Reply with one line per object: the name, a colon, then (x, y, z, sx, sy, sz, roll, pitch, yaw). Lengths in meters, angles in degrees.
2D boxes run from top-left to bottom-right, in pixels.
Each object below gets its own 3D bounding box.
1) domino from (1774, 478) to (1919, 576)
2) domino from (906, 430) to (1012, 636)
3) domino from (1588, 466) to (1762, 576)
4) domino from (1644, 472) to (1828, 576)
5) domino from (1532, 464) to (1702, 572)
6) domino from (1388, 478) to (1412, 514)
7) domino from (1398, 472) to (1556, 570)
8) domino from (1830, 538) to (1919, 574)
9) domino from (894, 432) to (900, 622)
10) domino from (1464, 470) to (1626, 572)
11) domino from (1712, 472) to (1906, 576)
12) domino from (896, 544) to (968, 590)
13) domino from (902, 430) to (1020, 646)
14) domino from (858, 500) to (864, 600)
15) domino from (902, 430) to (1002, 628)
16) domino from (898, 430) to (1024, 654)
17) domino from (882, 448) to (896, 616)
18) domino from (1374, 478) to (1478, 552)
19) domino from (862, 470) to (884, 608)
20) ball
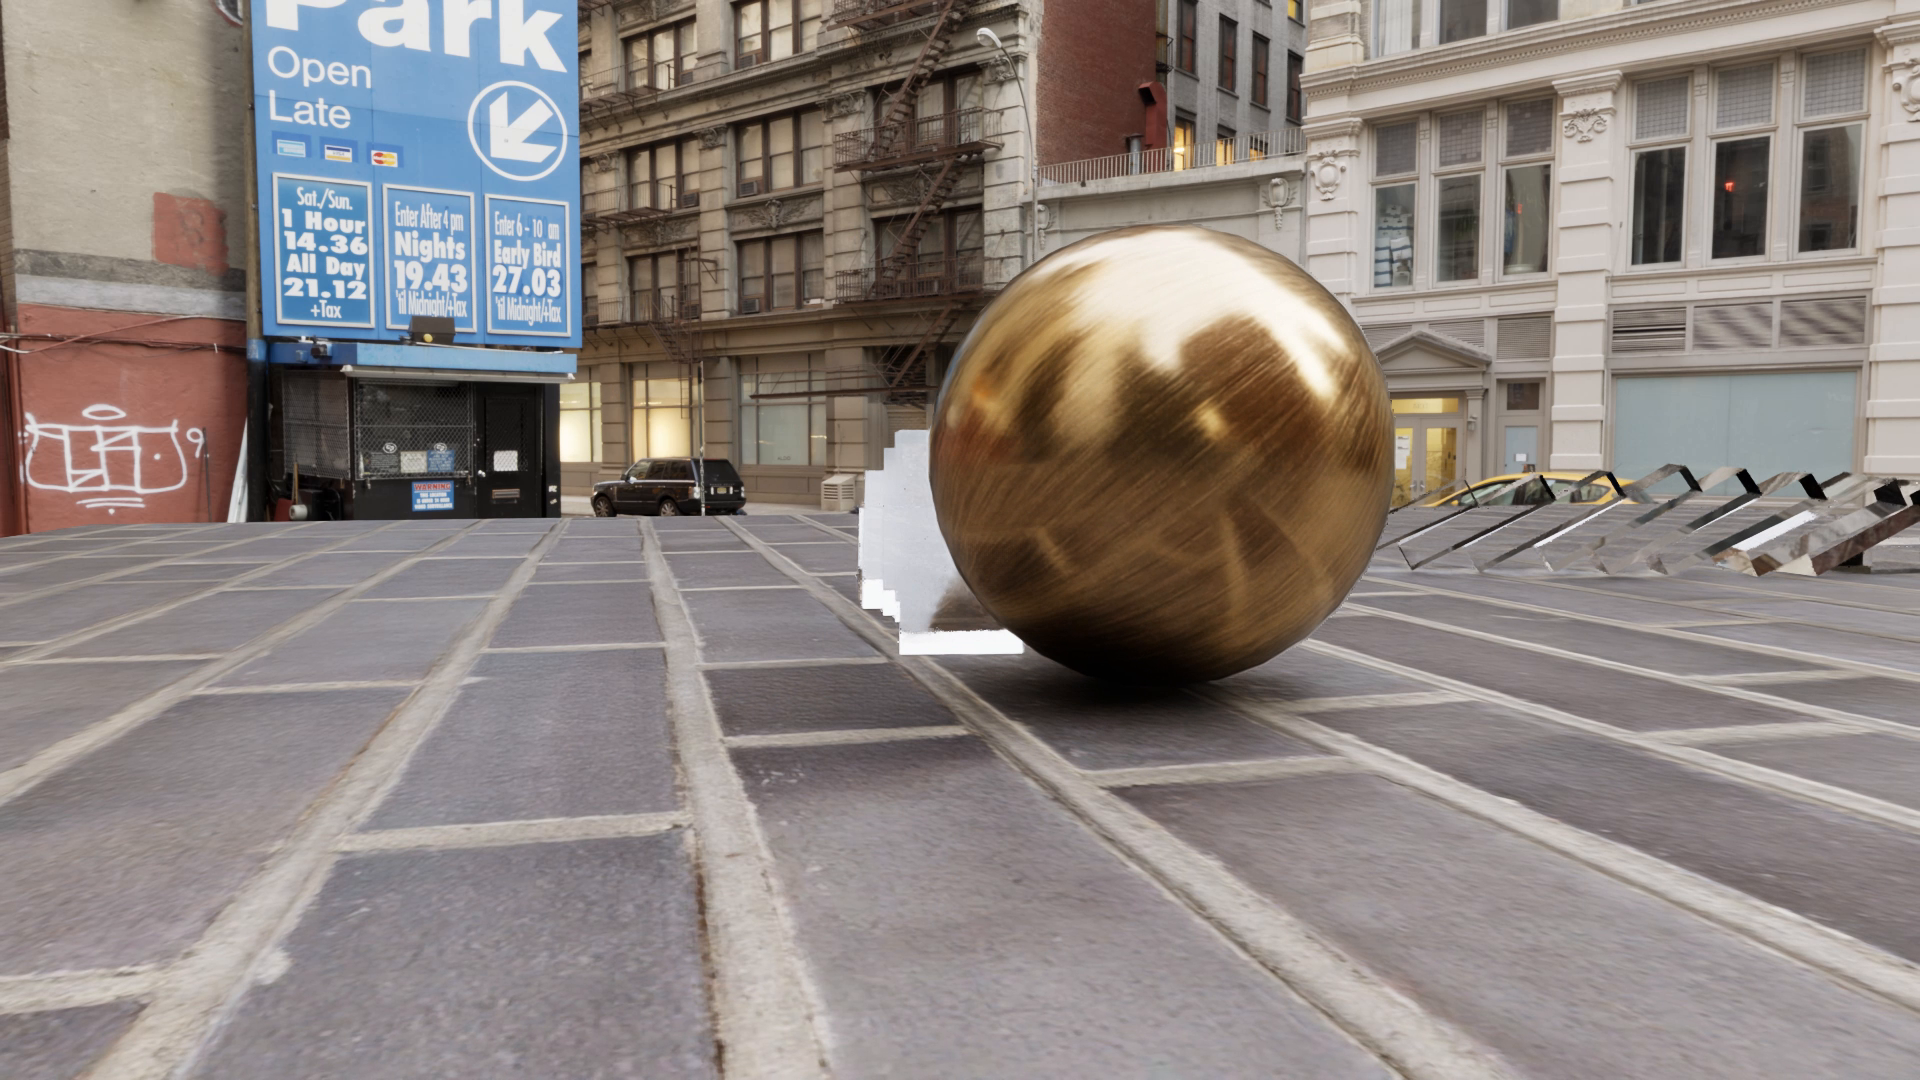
domino: (0.294, -0.005, 0.426, 0.050, 0.009, 0.025, -27, 7, -4)
domino: (0.000, -0.002, 0.294, 0.025, 0.050, 0.009, 0, -33, -3)
domino: (0.232, -0.006, 0.420, 0.050, 0.009, 0.025, -32, -5, 16)
domino: (0.250, -0.005, 0.418, 0.050, 0.010, 0.025, -30, -4, 15)
domino: (0.216, -0.008, 0.425, 0.050, 0.009, 0.025, -33, -5, 17)
domino: (0.132, -0.007, 0.449, 0.050, 0.009, 0.025, -27, -4, 18)
domino: (0.174, -0.006, 0.435, 0.050, 0.009, 0.025, -29, -5, 18)
domino: (0.318, 0.005, 0.437, 0.050, 0.010, 0.025, -1, 4, -15)
domino: (-0.004, -0.004, 0.317, 0.025, 0.050, 0.009, 0, -33, -3)
domino: (0.194, -0.006, 0.429, 0.050, 0.009, 0.025, -31, -6, 18)
domino: (0.276, -0.005, 0.420, 0.050, 0.009, 0.025, -27, 7, 5)
domino: (-0.004, 0.008, 0.403, 0.025, 0.009, 0.050, -1, 4, -11)
domino: (0.000, -0.001, 0.282, 0.025, 0.050, 0.010, 0, -33, -3)
domino: (-0.017, 0.002, 0.371, 0.025, 0.010, 0.050, -1, 24, -4)
domino: (-0.001, -0.003, 0.306, 0.025, 0.050, 0.009, 0, -33, -3)
domino: (0.000, 0.000, 0.270, 0.025, 0.050, 0.009, 0, -33, -3)
domino: (-0.007, -0.003, 0.333, 0.025, 0.009, 0.050, 0, 48, -3)
domino: (0.152, -0.006, 0.443, 0.050, 0.009, 0.025, -26, -4, 18)
domino: (-0.014, -0.001, 0.350, 0.025, 0.009, 0.050, 0, 37, -3)
ball: (0.034, -0.014, 0.225, 0.080, 0.080, 0.080, 0, 4, 0)
